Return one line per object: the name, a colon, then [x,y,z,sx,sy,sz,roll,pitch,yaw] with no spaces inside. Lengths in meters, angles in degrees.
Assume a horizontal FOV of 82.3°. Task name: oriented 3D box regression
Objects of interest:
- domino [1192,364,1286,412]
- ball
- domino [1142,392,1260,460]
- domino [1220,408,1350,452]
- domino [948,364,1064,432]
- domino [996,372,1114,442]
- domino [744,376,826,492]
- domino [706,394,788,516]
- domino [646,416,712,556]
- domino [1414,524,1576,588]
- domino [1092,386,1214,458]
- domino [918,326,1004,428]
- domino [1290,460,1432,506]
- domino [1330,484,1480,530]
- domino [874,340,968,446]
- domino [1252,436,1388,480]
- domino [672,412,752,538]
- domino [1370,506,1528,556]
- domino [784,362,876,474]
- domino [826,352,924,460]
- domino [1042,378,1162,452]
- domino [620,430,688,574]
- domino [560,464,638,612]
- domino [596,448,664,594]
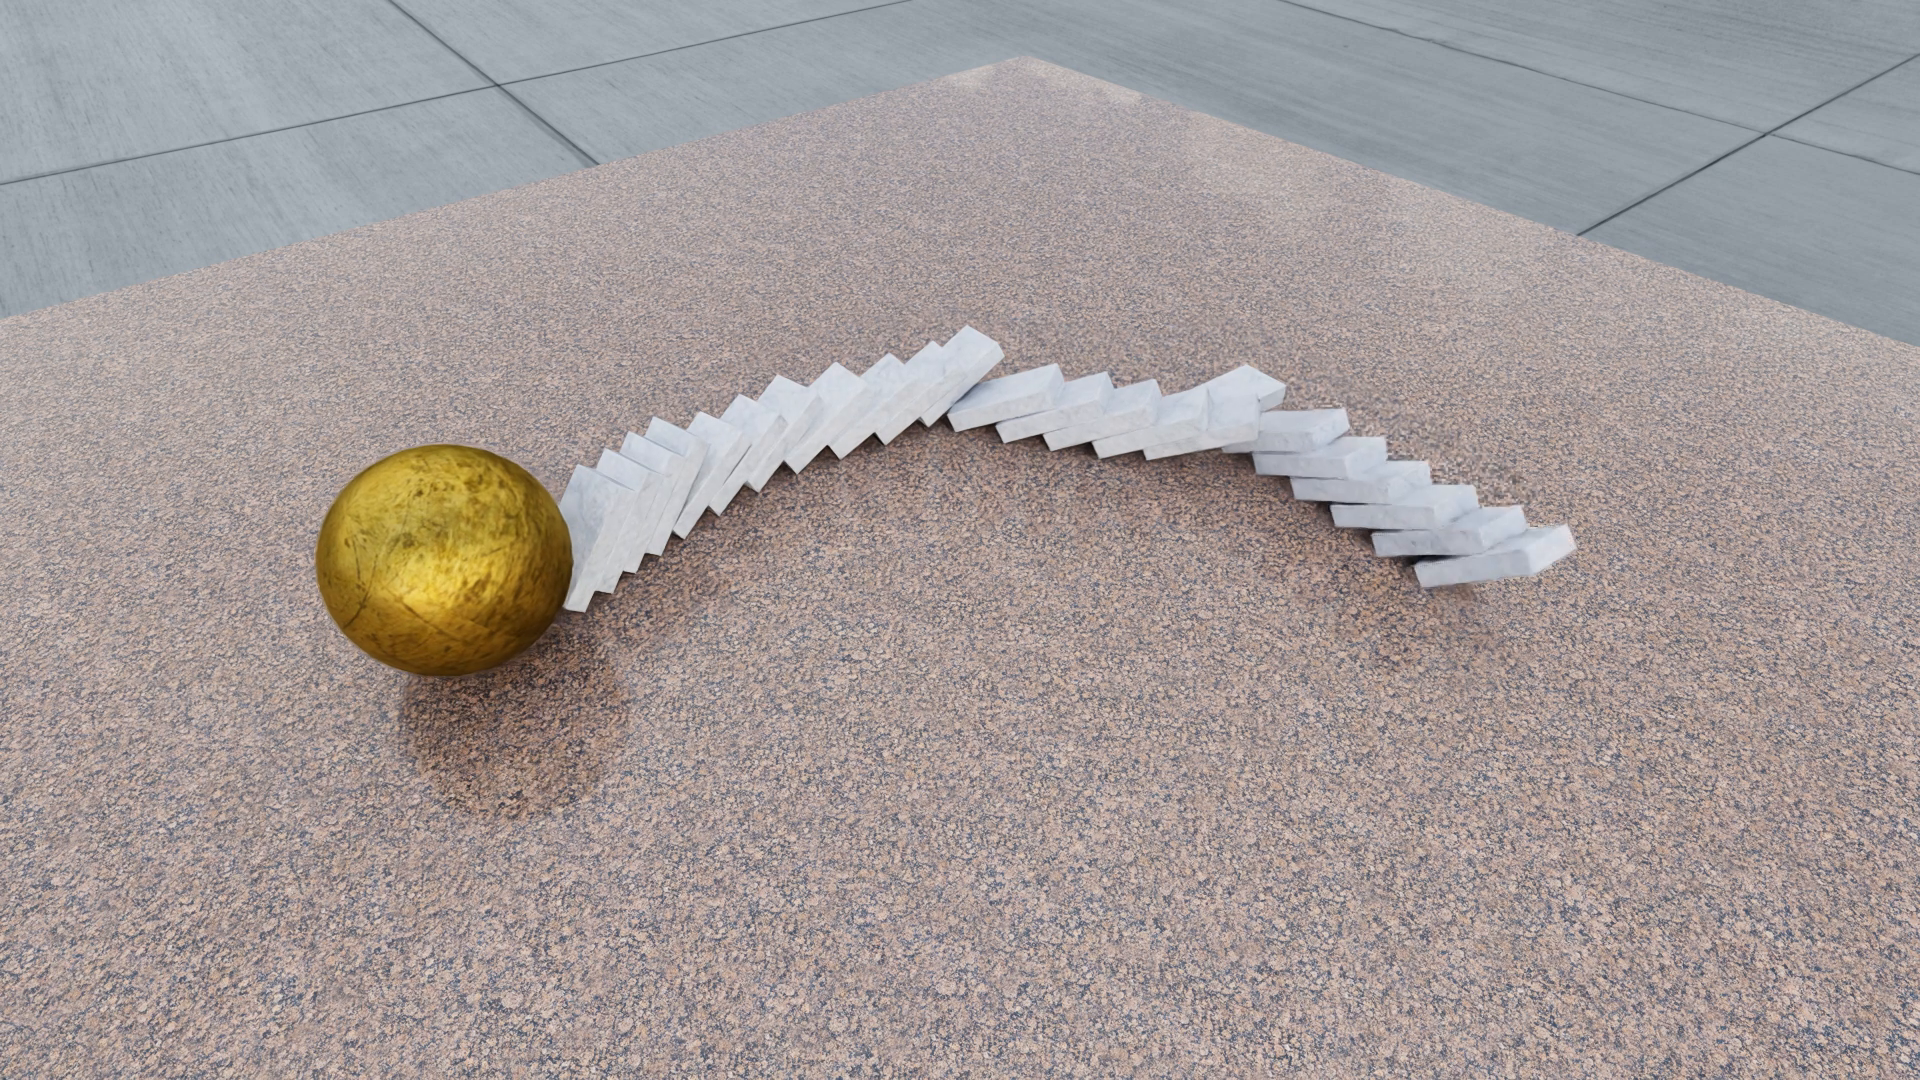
domino: [0.129,-0.067,0.525,0.050,0.010,0.025,-26,46,-28]
ball: [-0.176,0.007,0.379,0.080,0.080,0.080,0,39,0]
domino: [0.108,-0.051,0.491,0.050,0.010,0.025,-9,34,25]
domino: [0.142,-0.048,0.485,0.025,0.009,0.050,-30,21,-32]
domino: [0.021,-0.066,0.508,0.050,0.009,0.025,-11,33,28]
domino: [0.043,-0.060,0.500,0.050,0.010,0.025,-12,32,29]
domino: [-0.084,-0.047,0.484,0.025,0.010,0.050,26,73,29]
domino: [-0.099,-0.037,0.472,0.025,0.010,0.050,26,73,28]
domino: [-0.122,-0.022,0.444,0.025,0.050,0.009,25,1,27]
domino: [0.199,0.006,0.411,0.025,0.009,0.050,-23,2,-26]
domino: [0.086,-0.052,0.489,0.050,0.010,0.025,-11,34,30]
domino: [-0.006,-0.078,0.520,0.050,0.010,0.025,-44,46,-8]
domino: [0.165,-0.025,0.455,0.025,0.010,0.050,-24,16,-26]
domino: [0.177,-0.014,0.440,0.025,0.009,0.050,-24,13,-26]
domino: [-0.023,-0.068,0.509,0.050,0.009,0.025,-40,47,-4]
domino: [0.153,-0.036,0.470,0.025,0.009,0.050,-25,18,-27]
domino: [-0.112,-0.027,0.459,0.025,0.010,0.050,25,74,27]
domino: [0.188,-0.003,0.425,0.025,0.009,0.050,-23,9,-26]
domino: [-0.064,-0.055,0.494,0.050,0.010,0.025,-46,53,-9]
domino: [-0.043,-0.061,0.501,0.050,0.009,0.025,-40,48,-4]
domino: [0.064,-0.056,0.495,0.050,0.010,0.025,-12,32,29]
domino: [-0.130,-0.015,0.436,0.025,0.050,0.010,25,1,27]
domino: [-0.144,-0.001,0.418,0.025,0.050,0.010,25,1,27]
domino: [-0.136,-0.008,0.427,0.025,0.050,0.010,25,1,27]
